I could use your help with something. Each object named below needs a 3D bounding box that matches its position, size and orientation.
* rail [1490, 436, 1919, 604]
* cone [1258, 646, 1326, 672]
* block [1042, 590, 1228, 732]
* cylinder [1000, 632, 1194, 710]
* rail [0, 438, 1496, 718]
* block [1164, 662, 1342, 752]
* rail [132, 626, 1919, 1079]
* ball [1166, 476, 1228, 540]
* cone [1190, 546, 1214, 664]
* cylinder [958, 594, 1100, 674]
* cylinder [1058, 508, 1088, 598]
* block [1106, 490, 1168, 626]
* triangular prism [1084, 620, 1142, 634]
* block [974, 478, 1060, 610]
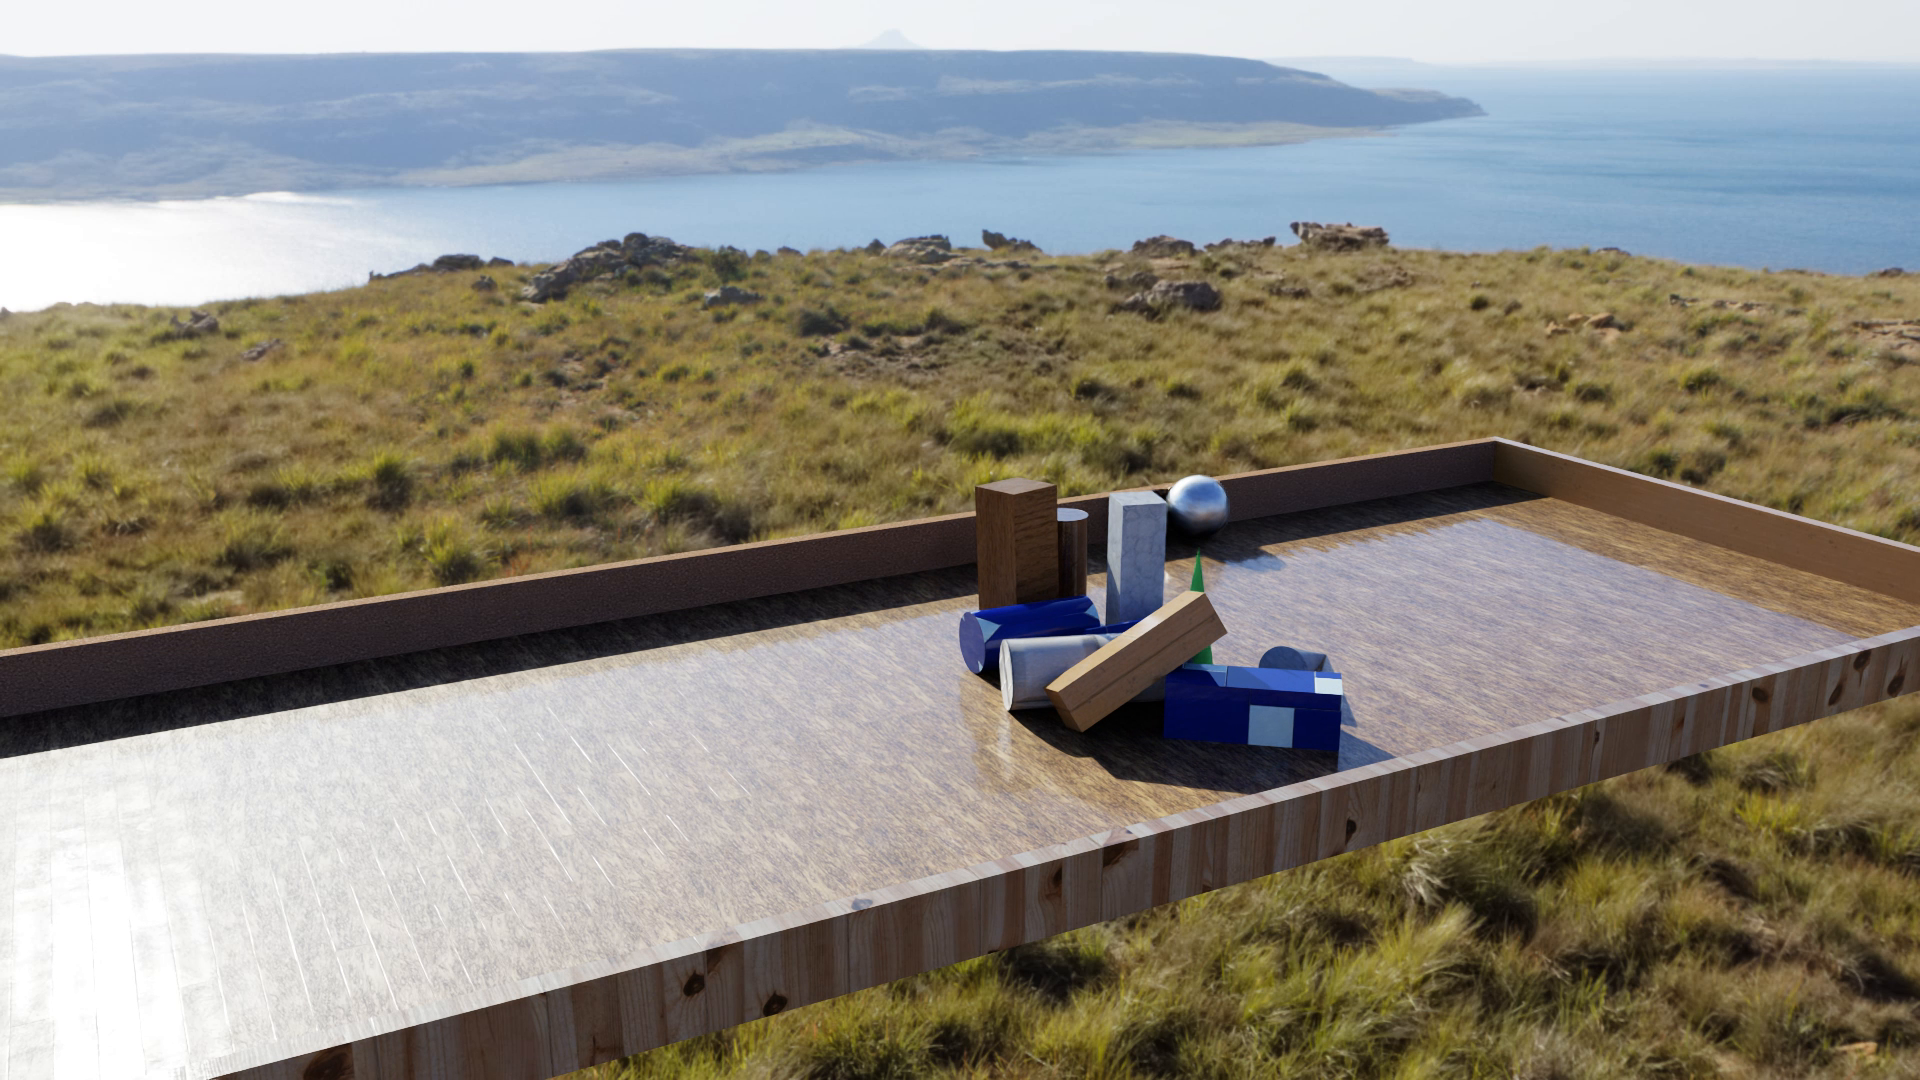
[{"bbox_3d":[2.466,-0.048,5.253,0.050,0.150,2.100,-9,18,-27],"label":"rail"},{"bbox_3d":[0.877,0.312,4.183,0.127,0.127,0.344,10,8,29],"label":"cone"},{"bbox_3d":[0.409,0.280,3.850,0.423,0.111,0.111,-33,9,-12],"label":"block"},{"bbox_3d":[0.327,0.313,3.987,0.440,0.170,0.170,-3,17,-9],"label":"cylinder"},{"bbox_3d":[-3.305,0.497,3.399,12.000,0.150,0.050,-9,18,-27],"label":"rail"},{"bbox_3d":[0.676,0.382,3.810,0.395,0.137,0.137,3,17,11],"label":"block"},{"bbox_3d":[-2.336,1.006,1.665,12.000,0.150,0.050,-9,18,-27],"label":"rail"},{"bbox_3d":[0.768,-0.105,5.348,0.206,0.206,0.206,0,16,0],"label":"ball"},{"bbox_3d":[0.587,0.185,4.102,0.109,0.351,0.109,0,16,0],"label":"cone"},{"bbox_3d":[0.180,0.241,4.254,0.330,0.158,0.158,-7,18,-23],"label":"cylinder"},{"bbox_3d":[0.286,0.074,4.571,0.133,0.300,0.133,0,16,0],"label":"cylinder"},{"bbox_3d":[0.462,0.085,4.343,0.119,0.406,0.119,-3,18,-11],"label":"block"},{"bbox_3d":[0.457,0.265,4.208,0.319,0.130,0.151,-8,19,-26],"label":"triangular prism"},{"bbox_3d":[0.154,0.060,4.395,0.153,0.419,0.153,-14,18,-39],"label":"block"}]
